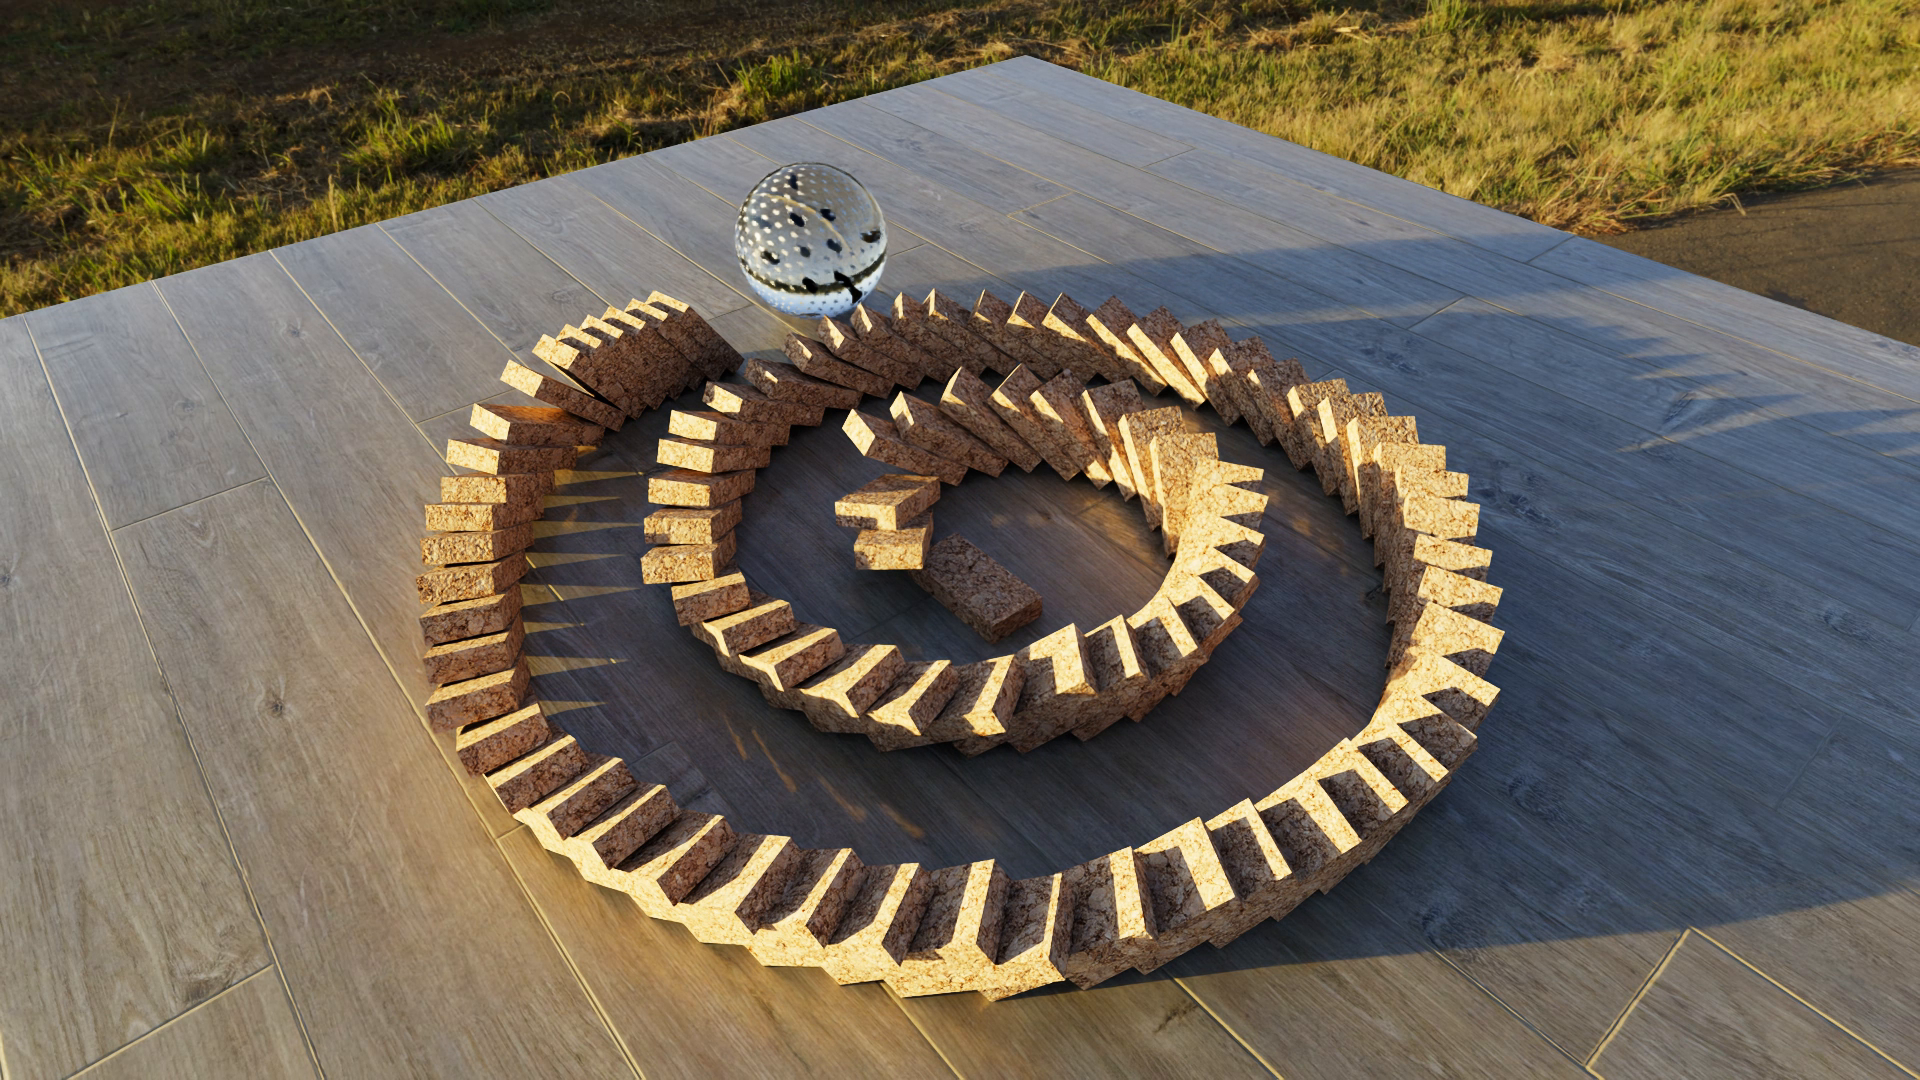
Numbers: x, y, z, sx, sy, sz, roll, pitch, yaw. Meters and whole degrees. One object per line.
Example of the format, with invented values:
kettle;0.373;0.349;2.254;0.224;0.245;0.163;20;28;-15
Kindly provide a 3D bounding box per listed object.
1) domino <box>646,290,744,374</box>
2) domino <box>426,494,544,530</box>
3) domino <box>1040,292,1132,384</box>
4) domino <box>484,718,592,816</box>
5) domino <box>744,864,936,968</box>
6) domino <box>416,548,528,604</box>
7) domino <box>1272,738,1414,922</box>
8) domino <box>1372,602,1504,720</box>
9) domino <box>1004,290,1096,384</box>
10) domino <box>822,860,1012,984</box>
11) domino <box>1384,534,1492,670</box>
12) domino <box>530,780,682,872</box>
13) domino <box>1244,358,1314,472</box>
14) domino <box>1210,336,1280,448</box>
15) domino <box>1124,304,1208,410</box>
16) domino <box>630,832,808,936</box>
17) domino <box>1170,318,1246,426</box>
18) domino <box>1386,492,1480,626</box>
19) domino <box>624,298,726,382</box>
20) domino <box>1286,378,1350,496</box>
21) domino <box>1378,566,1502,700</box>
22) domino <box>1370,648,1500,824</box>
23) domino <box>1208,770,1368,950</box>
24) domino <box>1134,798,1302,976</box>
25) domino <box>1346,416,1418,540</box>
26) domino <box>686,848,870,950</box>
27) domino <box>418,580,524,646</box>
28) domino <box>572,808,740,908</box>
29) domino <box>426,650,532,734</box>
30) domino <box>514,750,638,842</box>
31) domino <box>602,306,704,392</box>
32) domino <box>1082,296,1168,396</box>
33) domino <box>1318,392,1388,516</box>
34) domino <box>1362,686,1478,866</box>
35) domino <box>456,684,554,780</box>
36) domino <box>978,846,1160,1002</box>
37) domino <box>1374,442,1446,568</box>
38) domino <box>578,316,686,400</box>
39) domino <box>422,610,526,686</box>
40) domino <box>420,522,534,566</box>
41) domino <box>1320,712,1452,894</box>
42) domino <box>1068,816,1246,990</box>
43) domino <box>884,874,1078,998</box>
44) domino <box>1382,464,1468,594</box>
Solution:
domino;-0.129;-0.101;0.537;0.025;0.050;0.009;26;80;28
domino;-0.188;-0.011;0.437;0.025;0.009;0.050;0;7;1
domino;0.065;-0.099;0.544;0.050;0.010;0.025;37;41;-6
domino;-0.132;0.068;0.338;0.025;0.009;0.050;-32;15;-26
domino;-0.033;0.102;0.299;0.050;0.009;0.025;-15;29;34
domino;-0.180;0.013;0.409;0.025;0.009;0.050;-6;9;-8
domino;0.102;0.084;0.320;0.050;0.010;0.025;-41;50;3
domino;0.158;0.048;0.365;0.025;0.010;0.050;25;75;25
domino;0.047;-0.101;0.546;0.050;0.010;0.025;34;40;-10
domino;-0.012;0.103;0.297;0.050;0.009;0.025;-19;31;28
domino;0.171;0.025;0.394;0.025;0.009;0.050;15;72;18
domino;-0.105;0.082;0.323;0.025;0.009;0.050;-37;18;-36
domino;0.152;-0.057;0.496;0.025;0.009;0.050;-17;69;-20
domino;0.140;-0.069;0.511;0.025;0.010;0.050;-20;71;-22
domino;0.106;-0.089;0.533;0.025;0.010;0.050;-36;81;-35
domino;-0.068;0.095;0.308;0.050;0.009;0.025;-9;30;42
domino;0.124;-0.080;0.523;0.025;0.010;0.050;-25;74;-27
domino;0.177;0.009;0.411;0.025;0.009;0.050;11;75;13
domino;-0.137;-0.095;0.531;0.025;0.050;0.009;26;80;28
domino;0.164;-0.045;0.481;0.025;0.009;0.050;-11;69;-13
domino;0.166;0.036;0.380;0.025;0.009;0.050;20;74;21
domino;0.146;0.062;0.350;0.025;0.010;0.050;34;79;34
domino;0.086;0.090;0.312;0.050;0.010;0.025;-36;47;7
domino;0.066;0.096;0.306;0.050;0.009;0.025;-34;41;9
domino;0.176;-0.026;0.453;0.025;0.009;0.050;-1;75;-4
domino;-0.051;0.099;0.304;0.050;0.009;0.025;-13;28;37
domino;-0.173;0.025;0.392;0.025;0.009;0.050;-12;10;-13
domino;-0.089;0.089;0.316;0.050;0.009;0.025;-6;27;45
domino;-0.158;0.049;0.363;0.025;0.010;0.050;-16;10;-15
domino;-0.118;0.075;0.330;0.025;0.009;0.050;-36;17;-33
domino;-0.146;-0.091;0.525;0.025;0.050;0.009;27;81;28
domino;0.086;-0.096;0.541;0.050;0.010;0.025;44;48;2
domino;0.171;-0.037;0.466;0.025;0.010;0.050;-7;76;-11
domino;0.131;0.072;0.338;0.050;0.010;0.025;-44;51;-5
domino;-0.145;0.060;0.349;0.025;0.009;0.050;-26;13;-21
domino;0.027;0.104;0.298;0.050;0.010;0.025;-25;36;17
domino;0.179;-0.013;0.438;0.025;0.010;0.050;4;75;5
domino;-0.154;-0.085;0.518;0.025;0.050;0.010;26;80;28
domino;-0.167;0.037;0.380;0.025;0.010;0.050;-12;11;-14
domino;-0.184;0.001;0.422;0.025;0.009;0.050;-4;7;-5
domino;0.117;0.078;0.327;0.050;0.009;0.025;-43;50;2
domino;0.050;0.100;0.301;0.050;0.009;0.025;-31;41;12
domino;0.005;0.106;0.295;0.050;0.010;0.025;-18;32;27
domino;0.180;-0.002;0.425;0.025;0.010;0.050;10;75;9
